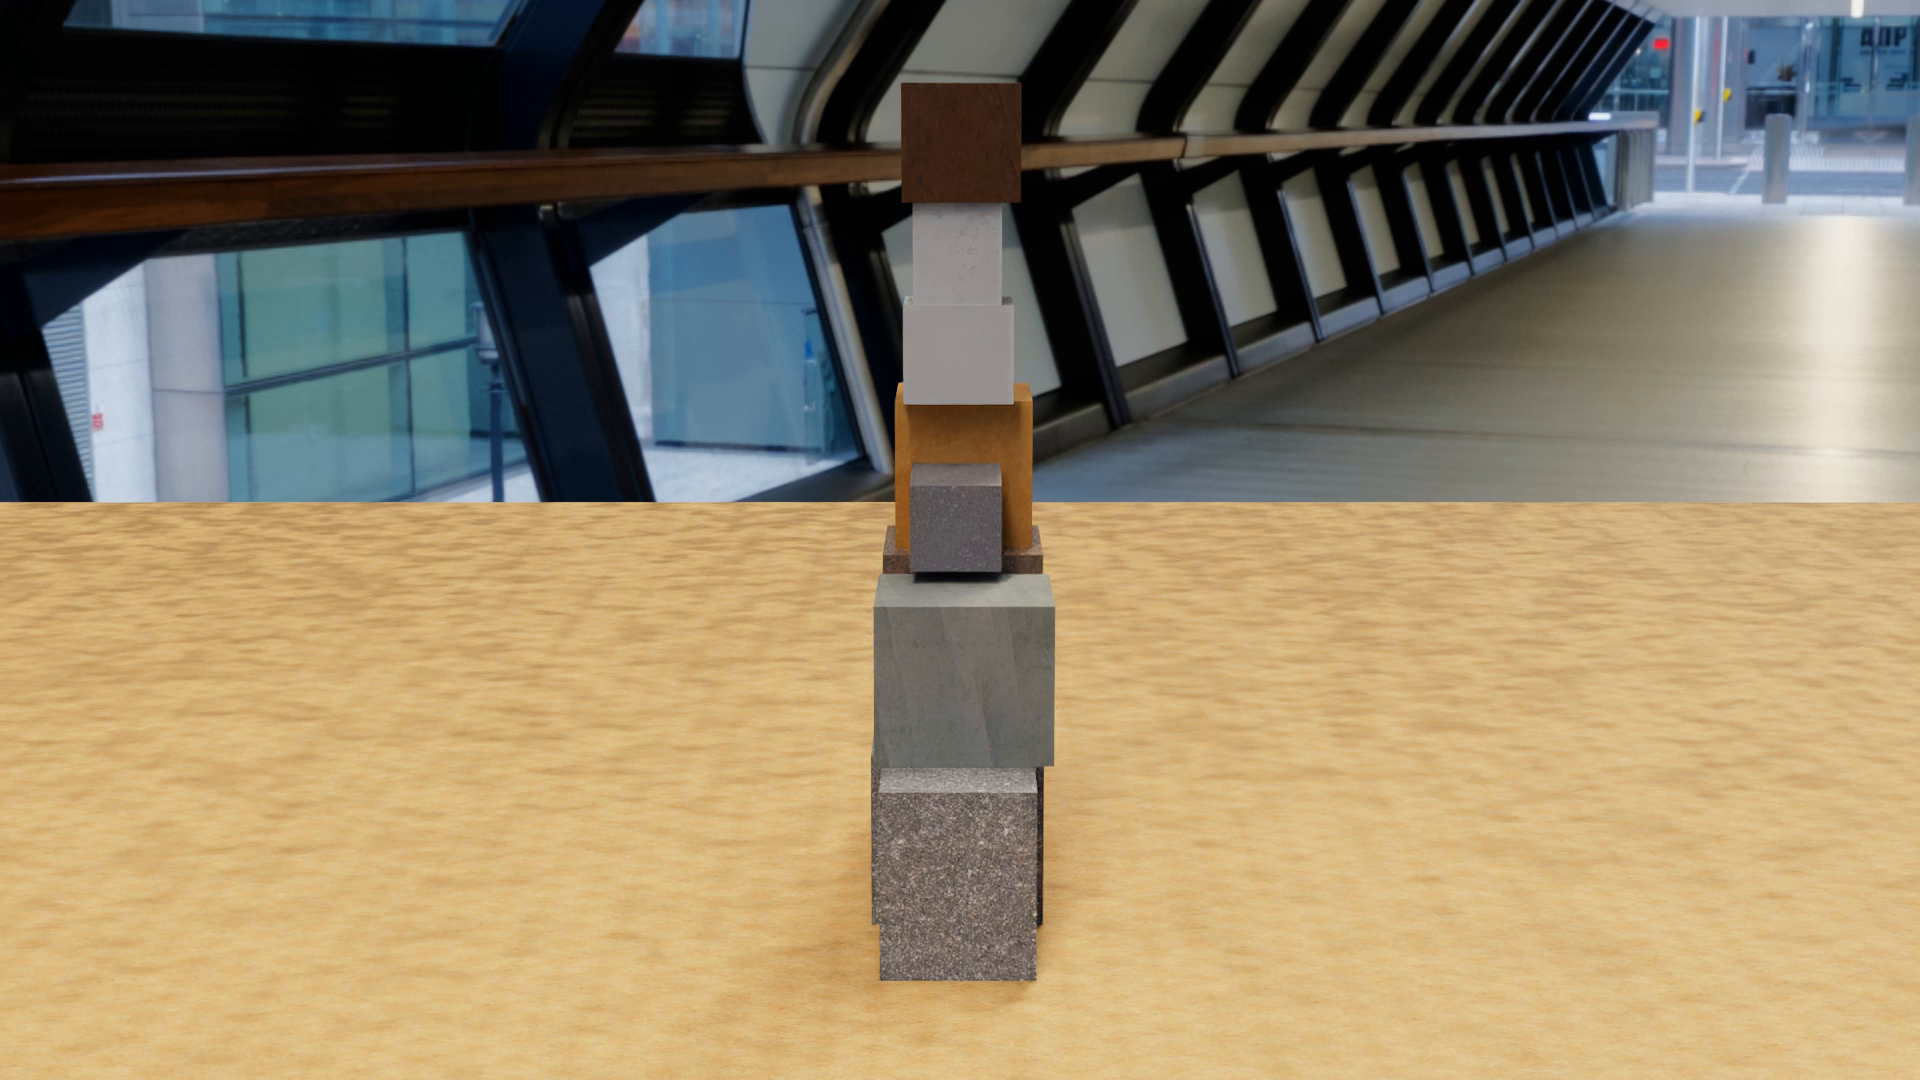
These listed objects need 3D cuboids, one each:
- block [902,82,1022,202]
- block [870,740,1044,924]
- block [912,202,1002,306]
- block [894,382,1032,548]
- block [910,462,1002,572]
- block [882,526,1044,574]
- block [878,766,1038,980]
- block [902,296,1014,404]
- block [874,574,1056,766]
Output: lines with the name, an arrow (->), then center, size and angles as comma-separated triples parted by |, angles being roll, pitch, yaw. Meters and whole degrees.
block -> 0.005, -1.689, 10.880 | 0.497, 0.490, 0.515 | 0, 10, 0
block -> -0.011, 1.184, 11.038 | 0.715, 0.721, 0.769 | 0, 10, 0
block -> -0.011, -1.237, 10.961 | 0.373, 0.430, 0.441 | 0, 10, 0
block -> 0.016, -0.339, 11.338 | 0.589, 0.636, 0.671 | 0, 10, 0
block -> -0.017, -0.101, 10.802 | 0.378, 0.368, 0.416 | 0, 15, 0
block -> 0.013, 0.376, 11.326 | 0.683, 0.767, 0.729 | 0, 10, 0
block -> -0.007, 1.293, 10.318 | 0.615, 0.763, 0.668 | 0, 10, 0
block -> -0.007, -0.820, 11.036 | 0.466, 0.417, 0.464 | 0, 10, 0
block -> 0.017, 0.526, 10.597 | 0.722, 0.650, 0.749 | 0, 9, 0
